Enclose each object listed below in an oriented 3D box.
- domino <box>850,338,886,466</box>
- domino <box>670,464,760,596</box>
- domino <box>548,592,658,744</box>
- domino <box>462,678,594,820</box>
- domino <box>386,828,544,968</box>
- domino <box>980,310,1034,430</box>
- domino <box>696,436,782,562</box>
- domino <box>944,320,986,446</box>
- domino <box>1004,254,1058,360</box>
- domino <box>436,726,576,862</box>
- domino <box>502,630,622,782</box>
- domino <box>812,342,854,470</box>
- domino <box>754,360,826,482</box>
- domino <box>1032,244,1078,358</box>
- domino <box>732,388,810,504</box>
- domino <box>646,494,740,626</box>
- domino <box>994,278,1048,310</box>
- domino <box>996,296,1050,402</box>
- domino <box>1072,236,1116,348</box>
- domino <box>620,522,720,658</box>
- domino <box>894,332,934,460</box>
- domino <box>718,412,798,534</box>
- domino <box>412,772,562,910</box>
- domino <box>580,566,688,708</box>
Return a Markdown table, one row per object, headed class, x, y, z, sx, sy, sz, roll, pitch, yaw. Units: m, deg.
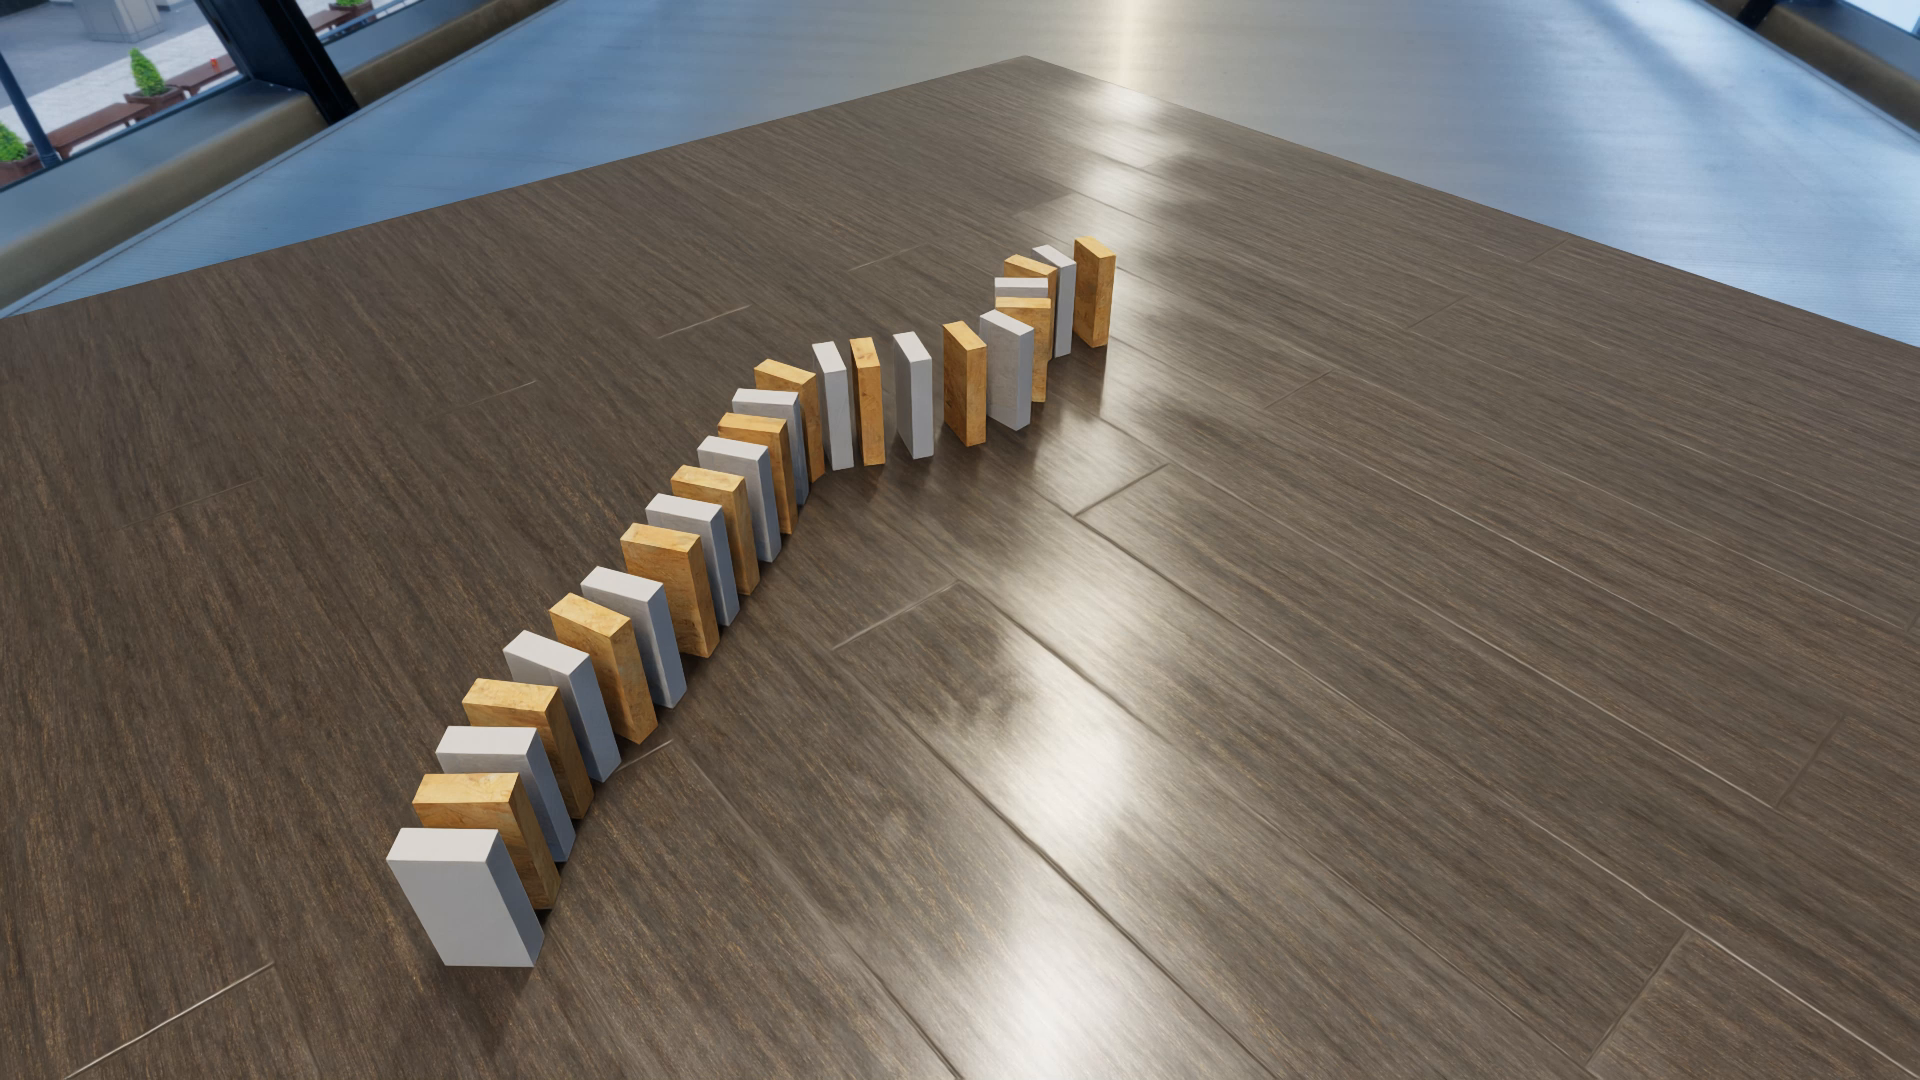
| class | x | y | z | sx | sy | sz | roll | pitch | yaw |
| --- | --- | --- | --- | --- | --- | --- | --- | --- | --- |
| domino | -0.041 | -0.061 | 0.486 | 0.009 | 0.050 | 0.025 | -8 | 40 | -9 |
| domino | -0.092 | -0.003 | 0.415 | 0.025 | 0.050 | 0.010 | 11 | 41 | 13 |
| domino | -0.116 | 0.043 | 0.359 | 0.025 | 0.050 | 0.010 | 19 | 43 | 22 |
| domino | -0.130 | 0.064 | 0.333 | 0.025 | 0.050 | 0.010 | 5 | 40 | 6 |
| domino | -0.131 | 0.096 | 0.294 | 0.025 | 0.050 | 0.009 | 1 | 39 | 1 |
| domino | 0.021 | -0.078 | 0.507 | 0.009 | 0.050 | 0.025 | -32 | 49 | -33 |
| domino | -0.086 | -0.015 | 0.430 | 0.025 | 0.050 | 0.009 | 11 | 41 | 13 |
| domino | 0.002 | -0.070 | 0.497 | 0.010 | 0.050 | 0.025 | -16 | 42 | -19 |
| domino | 0.034 | -0.115 | 0.552 | 0.025 | 0.050 | 0.009 | 28 | 47 | 29 |
| domino | -0.131 | 0.075 | 0.320 | 0.025 | 0.050 | 0.010 | 1 | 39 | 1 |
| domino | -0.125 | 0.053 | 0.347 | 0.025 | 0.050 | 0.009 | 16 | 42 | 19 |
| domino | -0.056 | -0.059 | 0.483 | 0.010 | 0.050 | 0.025 | -12 | 41 | -14 |
| domino | -0.073 | -0.051 | 0.474 | 0.025 | 0.050 | 0.009 | 20 | 44 | 23 |
| domino | 0.047 | -0.121 | 0.559 | 0.009 | 0.050 | 0.025 | -21 | 44 | -24 |
| domino | -0.078 | -0.038 | 0.458 | 0.025 | 0.050 | 0.009 | 4 | 40 | 5 |
| domino | -0.097 | 0.008 | 0.402 | 0.025 | 0.050 | 0.010 | 11 | 40 | 13 |
| domino | 0.029 | -0.103 | 0.537 | 0.025 | 0.050 | 0.010 | 1 | 39 | 1 |
| domino | 0.029 | -0.090 | 0.521 | 0.025 | 0.050 | 0.010 | 3 | 39 | 3 |
| domino | 0.068 | -0.128 | 0.568 | 0.010 | 0.050 | 0.025 | -16 | 42 | -19 |
| domino | -0.102 | 0.018 | 0.389 | 0.025 | 0.050 | 0.009 | 10 | 40 | 12 |
| domino | -0.021 | -0.064 | 0.490 | 0.009 | 0.050 | 0.025 | -13 | 41 | -15 |
| domino | -0.081 | -0.026 | 0.444 | 0.025 | 0.050 | 0.009 | 7 | 40 | 9 |
| domino | -0.131 | 0.085 | 0.308 | 0.025 | 0.050 | 0.009 | -1 | 39 | -1 |
| domino | -0.109 | 0.033 | 0.371 | 0.025 | 0.050 | 0.010 | 13 | 41 | 15 |
